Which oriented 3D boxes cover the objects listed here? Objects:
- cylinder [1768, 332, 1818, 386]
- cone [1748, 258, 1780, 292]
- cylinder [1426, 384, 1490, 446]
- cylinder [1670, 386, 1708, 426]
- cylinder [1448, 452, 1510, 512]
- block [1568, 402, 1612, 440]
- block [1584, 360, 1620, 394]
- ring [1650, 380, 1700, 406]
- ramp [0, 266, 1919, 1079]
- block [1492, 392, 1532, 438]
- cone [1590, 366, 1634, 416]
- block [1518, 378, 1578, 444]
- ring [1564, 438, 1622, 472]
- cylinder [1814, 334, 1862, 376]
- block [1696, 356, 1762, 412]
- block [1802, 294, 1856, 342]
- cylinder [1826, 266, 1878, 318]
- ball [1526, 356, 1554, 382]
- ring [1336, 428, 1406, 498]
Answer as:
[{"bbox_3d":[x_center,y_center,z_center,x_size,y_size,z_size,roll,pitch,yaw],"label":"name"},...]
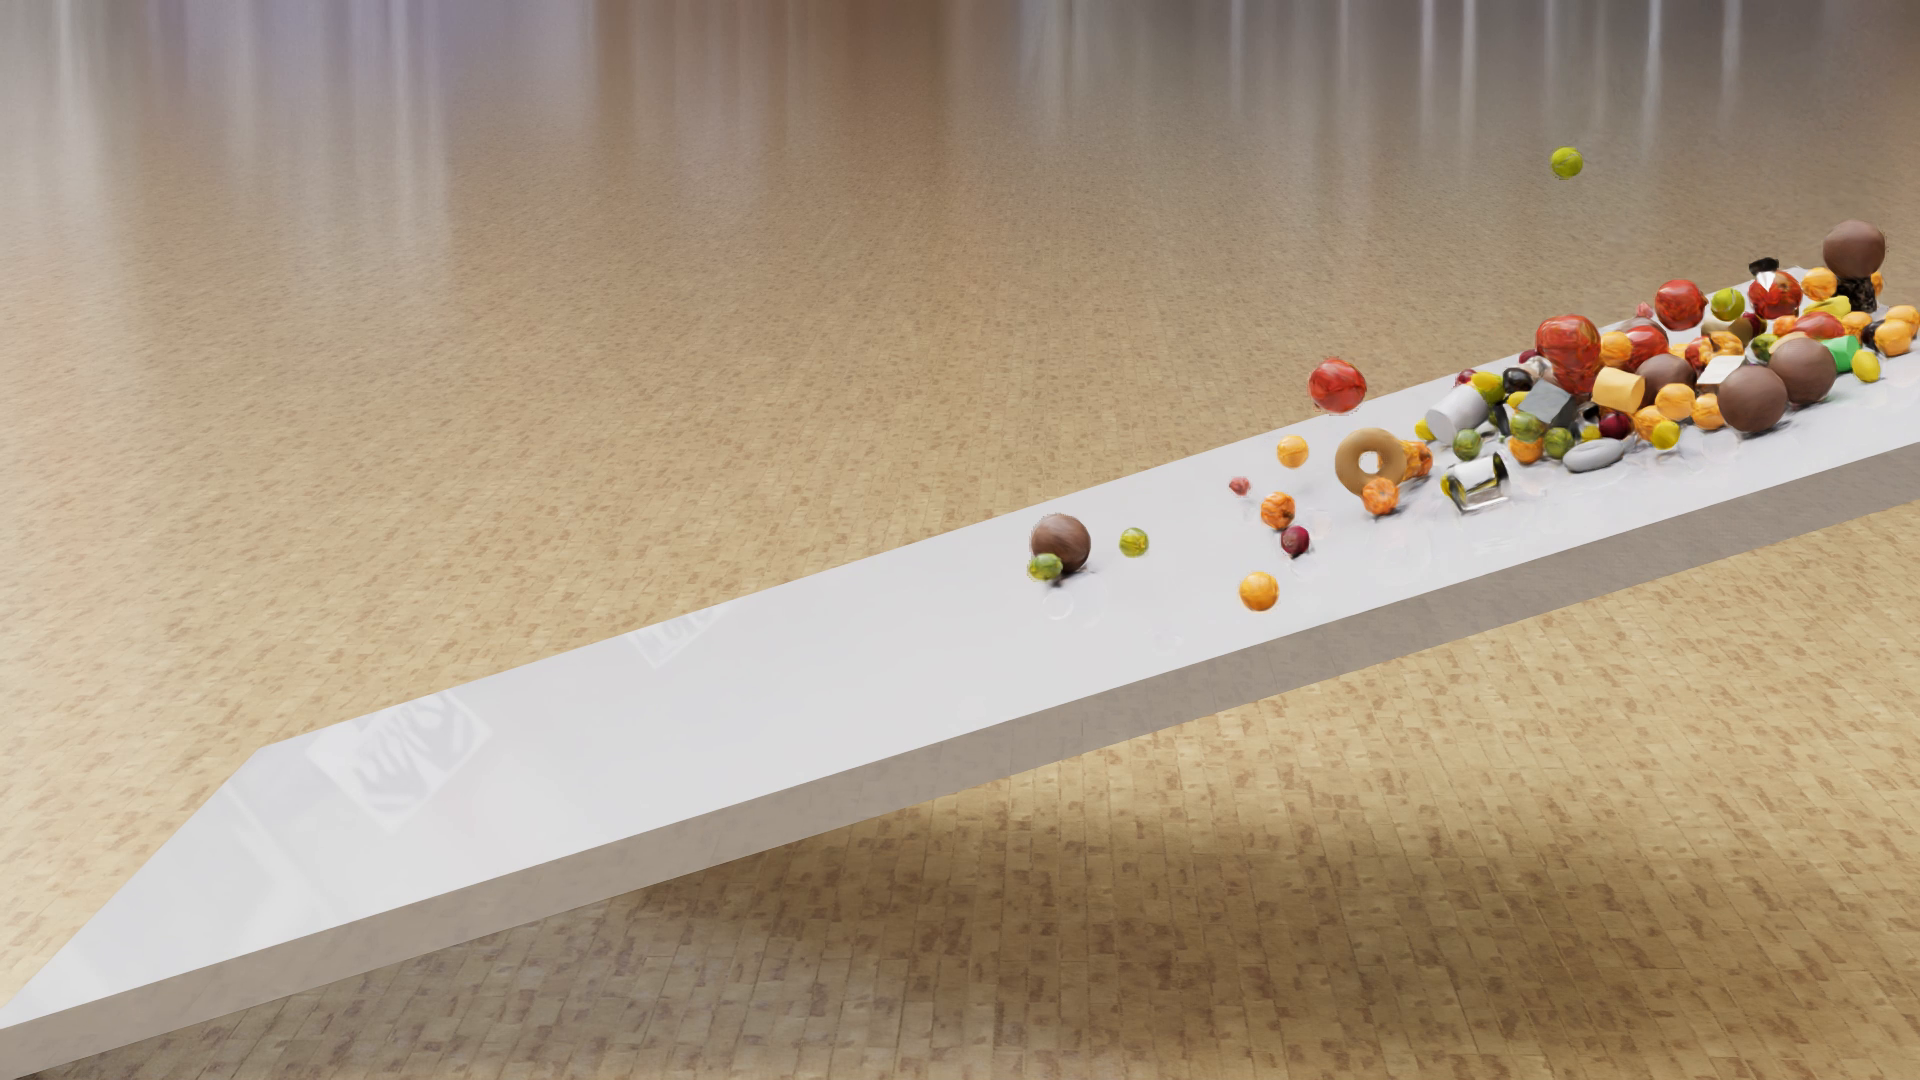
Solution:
[{"bbox_3d":[1.674,-0.364,5.893,0.079,0.079,0.079,-31,14,8],"label":"cylinder"},{"bbox_3d":[1.647,-0.533,6.011,0.063,0.063,0.063,-2,-24,-1],"label":"cone"},{"bbox_3d":[1.077,-0.269,6.369,0.097,0.097,0.097,-37,27,-21],"label":"cylinder"},{"bbox_3d":[1.452,-0.267,5.859,0.065,0.065,0.065,1,15,5],"label":"cylinder"},{"bbox_3d":[1.011,-0.113,5.728,0.093,0.093,0.093,-17,3,26],"label":"cylinder"},{"bbox_3d":[1.288,-0.244,6.033,0.061,0.061,0.061,-23,12,-25],"label":"block"},{"bbox_3d":[1.318,-0.322,6.003,0.055,0.055,0.055,-27,14,47],"label":"block"},{"bbox_3d":[1.479,-0.304,6.085,0.106,0.035,0.106,-17,11,3],"label":"ring"},{"bbox_3d":[0.102,0.182,6.309,4.000,0.100,2.000,-17,11,5],"label":"ramp"},{"bbox_3d":[1.196,-0.269,6.286,0.072,0.072,0.072,-9,14,40],"label":"block"},{"bbox_3d":[1.360,-0.320,6.093,0.097,0.097,0.097,3,29,-2],"label":"cone"},{"bbox_3d":[1.193,-0.262,5.964,0.079,0.079,0.079,34,-11,34],"label":"block"},{"bbox_3d":[1.243,-0.167,5.774,0.118,0.039,0.118,-18,11,4],"label":"ring"},{"bbox_3d":[1.747,-0.368,5.856,0.069,0.069,0.069,-11,2,40],"label":"cylinder"},{"bbox_3d":[1.516,-0.307,5.799,0.078,0.078,0.078,3,48,52],"label":"block"},{"bbox_3d":[1.836,-0.467,6.212,0.073,0.073,0.073,-10,14,40],"label":"block"},{"bbox_3d":[1.920,-0.532,6.335,0.092,0.092,0.092,-16,14,4],"label":"cylinder"},{"bbox_3d":[1.307,-0.379,6.653,0.075,0.075,0.075,0,12,0],"label":"ball"},{"bbox_3d":[0.836,-0.158,5.990,0.146,0.146,0.049,0,-1,-1],"label":"ring"}]
